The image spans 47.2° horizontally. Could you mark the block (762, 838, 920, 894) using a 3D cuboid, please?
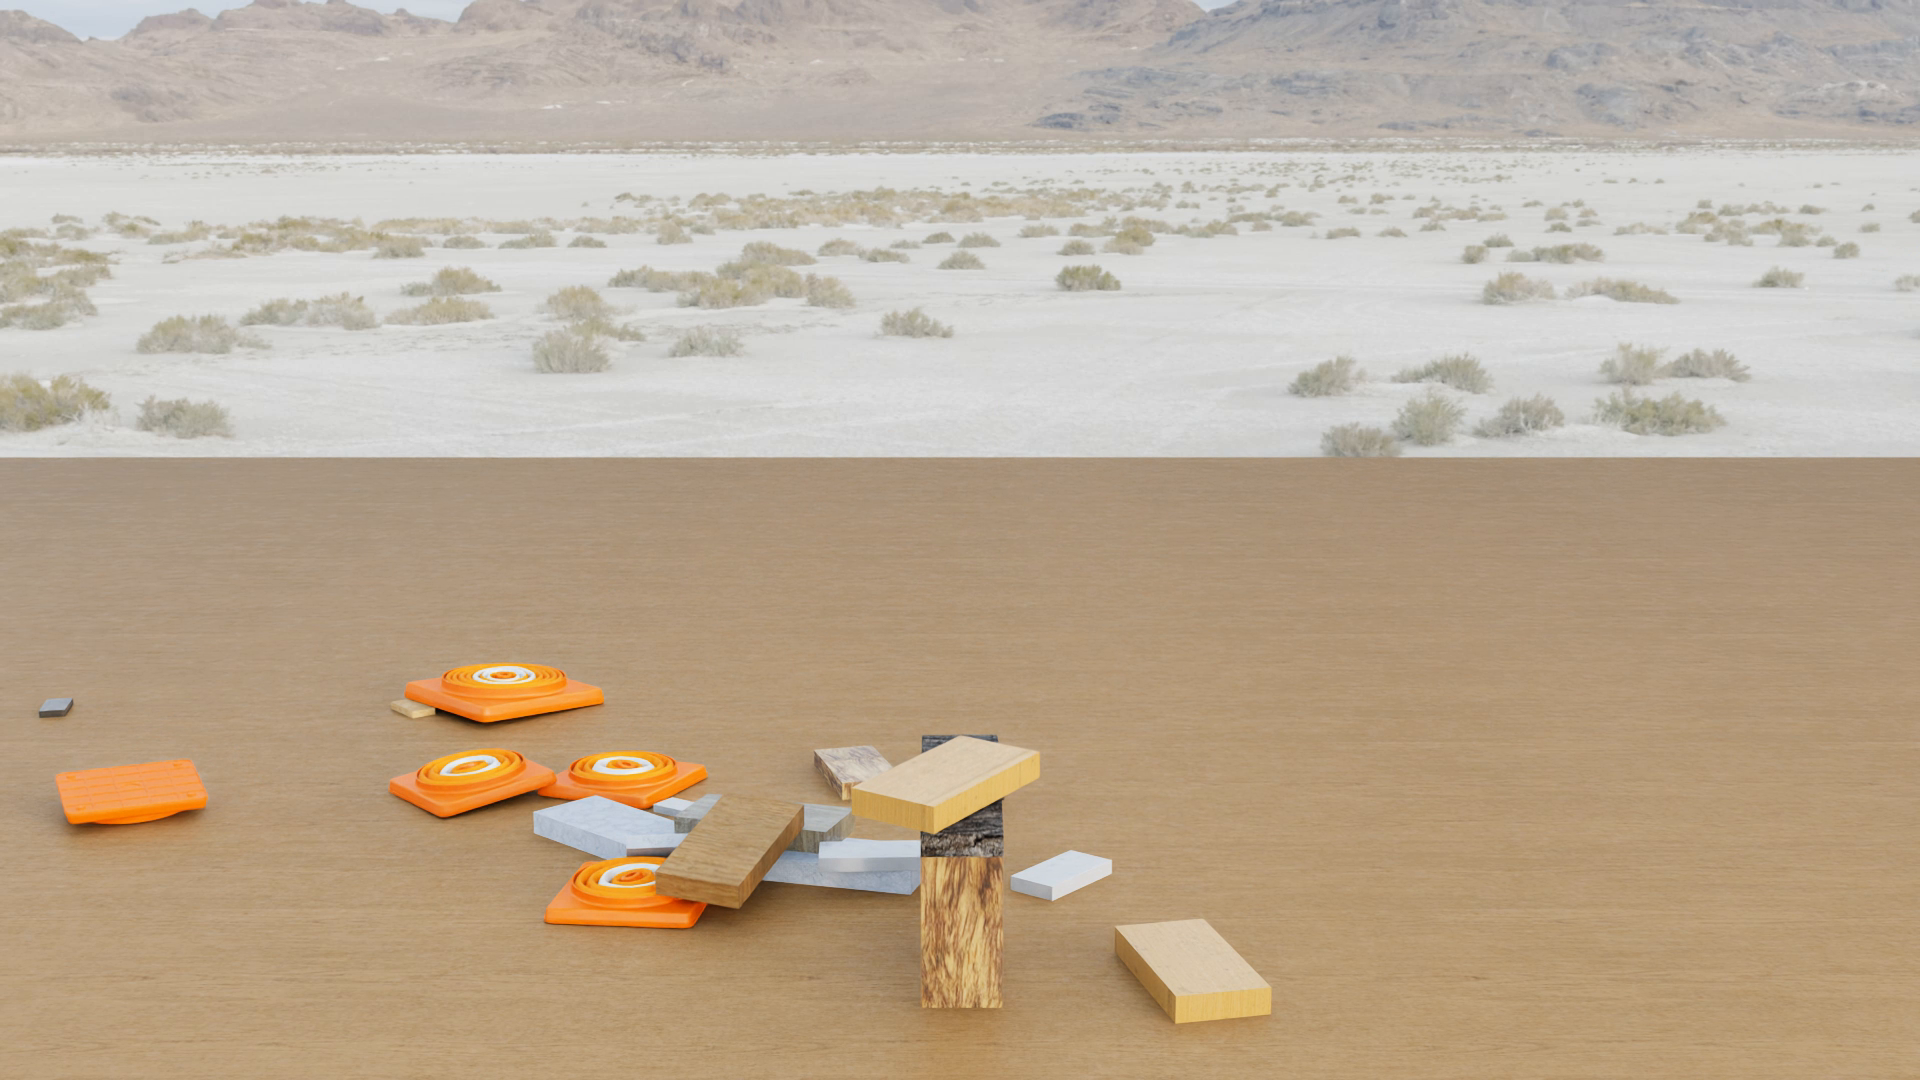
[{"bbox_3d":[-0.199,0.552,3.765,0.283,0.040,0.141,3,11,16],"label":"block"}]

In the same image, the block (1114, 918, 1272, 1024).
[{"bbox_3d":[0.344,0.640,3.285,0.144,0.041,0.289,-3,11,-13],"label":"block"}]

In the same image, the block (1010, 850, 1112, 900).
[{"bbox_3d":[0.172,0.567,3.725,0.086,0.024,0.173,8,13,38],"label":"block"}]

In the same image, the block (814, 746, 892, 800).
[{"bbox_3d":[-0.201,0.454,4.307,0.119,0.034,0.238,-3,11,-16],"label":"block"}]

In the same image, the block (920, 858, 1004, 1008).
[{"bbox_3d":[0.003,0.560,3.186,0.118,0.236,0.033,0,11,0],"label":"block"}]

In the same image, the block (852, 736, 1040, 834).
[{"bbox_3d":[-0.018,0.361,3.274,0.144,0.041,0.289,9,16,32],"label":"block"}]

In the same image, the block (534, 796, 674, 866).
[{"bbox_3d":[-0.621,0.520,3.937,0.283,0.040,0.141,10,14,43],"label":"block"}]

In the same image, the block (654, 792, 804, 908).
[{"bbox_3d":[-0.378,0.511,3.645,0.144,0.041,0.289,7,22,16],"label":"block"}]

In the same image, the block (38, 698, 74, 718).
[{"bbox_3d":[-1.982,0.368,4.824,0.053,0.015,0.106,-2,11,-12],"label":"block"}]

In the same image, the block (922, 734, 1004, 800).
[{"bbox_3d":[0.002,0.358,3.476,0.123,0.035,0.246,0,11,-2],"label":"block"}]

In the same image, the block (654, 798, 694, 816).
[{"bbox_3d":[-0.514,0.502,4.100,0.106,0.015,0.053,7,13,33],"label":"block"}]

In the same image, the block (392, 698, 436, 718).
[{"bbox_3d":[-1.199,0.368,4.821,0.053,0.015,0.106,-8,13,-39],"label":"block"}]

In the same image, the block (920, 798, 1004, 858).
[{"bbox_3d":[0.003,0.413,3.239,0.118,0.033,0.236,0,11,0],"label":"block"}]

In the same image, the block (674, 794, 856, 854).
[{"bbox_3d":[-0.341,0.496,3.848,0.283,0.040,0.141,3,11,17],"label":"block"}]

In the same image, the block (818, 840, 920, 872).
[{"bbox_3d":[-0.150,0.532,3.698,0.173,0.024,0.086,0,11,-2],"label":"block"}]

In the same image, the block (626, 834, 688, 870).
[{"bbox_3d":[-0.483,0.533,3.760,0.173,0.024,0.086,-1,-34,-9],"label":"block"}]
